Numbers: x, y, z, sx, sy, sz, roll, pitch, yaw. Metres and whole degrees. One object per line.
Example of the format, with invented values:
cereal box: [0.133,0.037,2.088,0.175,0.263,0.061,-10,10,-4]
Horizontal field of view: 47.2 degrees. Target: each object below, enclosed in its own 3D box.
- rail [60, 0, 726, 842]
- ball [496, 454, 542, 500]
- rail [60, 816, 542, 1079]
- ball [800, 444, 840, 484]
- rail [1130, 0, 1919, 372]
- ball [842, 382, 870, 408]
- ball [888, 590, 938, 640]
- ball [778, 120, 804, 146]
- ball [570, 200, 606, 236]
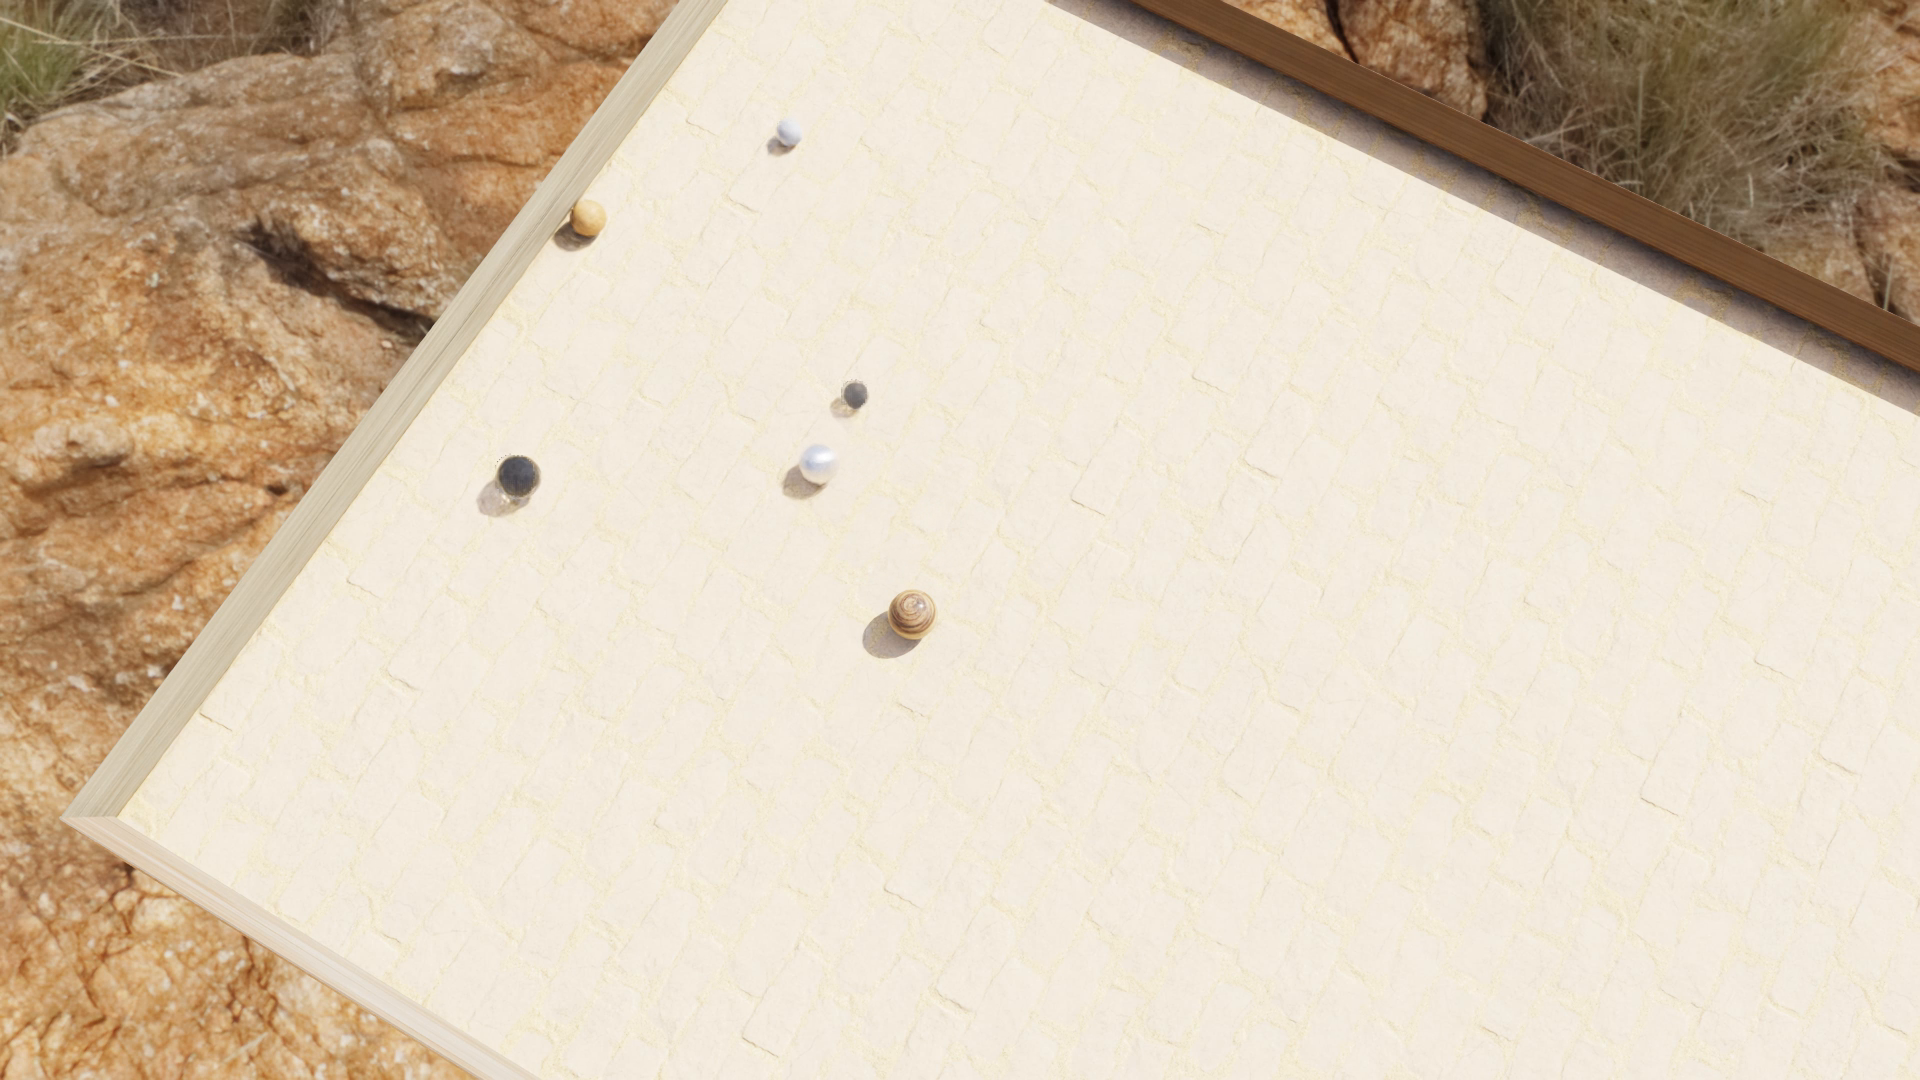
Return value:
rail: [-0.773,-0.421,3.663,0.045,0.103,2.166,28,70,11]
ball: [-0.711,-0.101,3.546,0.073,0.073,0.073,0,67,0]
rail: [0.262,1.261,2.959,3.665,0.103,0.045,28,70,11]
ball: [-0.227,-0.122,3.560,0.065,0.065,0.065,0,67,0]
rail: [1.324,-0.431,3.667,3.665,0.103,0.045,28,70,11]
ball: [-0.172,-0.238,3.619,0.044,0.044,0.044,0,67,0]
ball: [-0.074,0.117,3.452,0.080,0.080,0.080,0,67,0]
ball: [-0.294,-0.706,3.815,0.045,0.045,0.045,0,67,0]
ball: [-0.632,-0.547,3.739,0.062,0.062,0.062,0,67,0]
